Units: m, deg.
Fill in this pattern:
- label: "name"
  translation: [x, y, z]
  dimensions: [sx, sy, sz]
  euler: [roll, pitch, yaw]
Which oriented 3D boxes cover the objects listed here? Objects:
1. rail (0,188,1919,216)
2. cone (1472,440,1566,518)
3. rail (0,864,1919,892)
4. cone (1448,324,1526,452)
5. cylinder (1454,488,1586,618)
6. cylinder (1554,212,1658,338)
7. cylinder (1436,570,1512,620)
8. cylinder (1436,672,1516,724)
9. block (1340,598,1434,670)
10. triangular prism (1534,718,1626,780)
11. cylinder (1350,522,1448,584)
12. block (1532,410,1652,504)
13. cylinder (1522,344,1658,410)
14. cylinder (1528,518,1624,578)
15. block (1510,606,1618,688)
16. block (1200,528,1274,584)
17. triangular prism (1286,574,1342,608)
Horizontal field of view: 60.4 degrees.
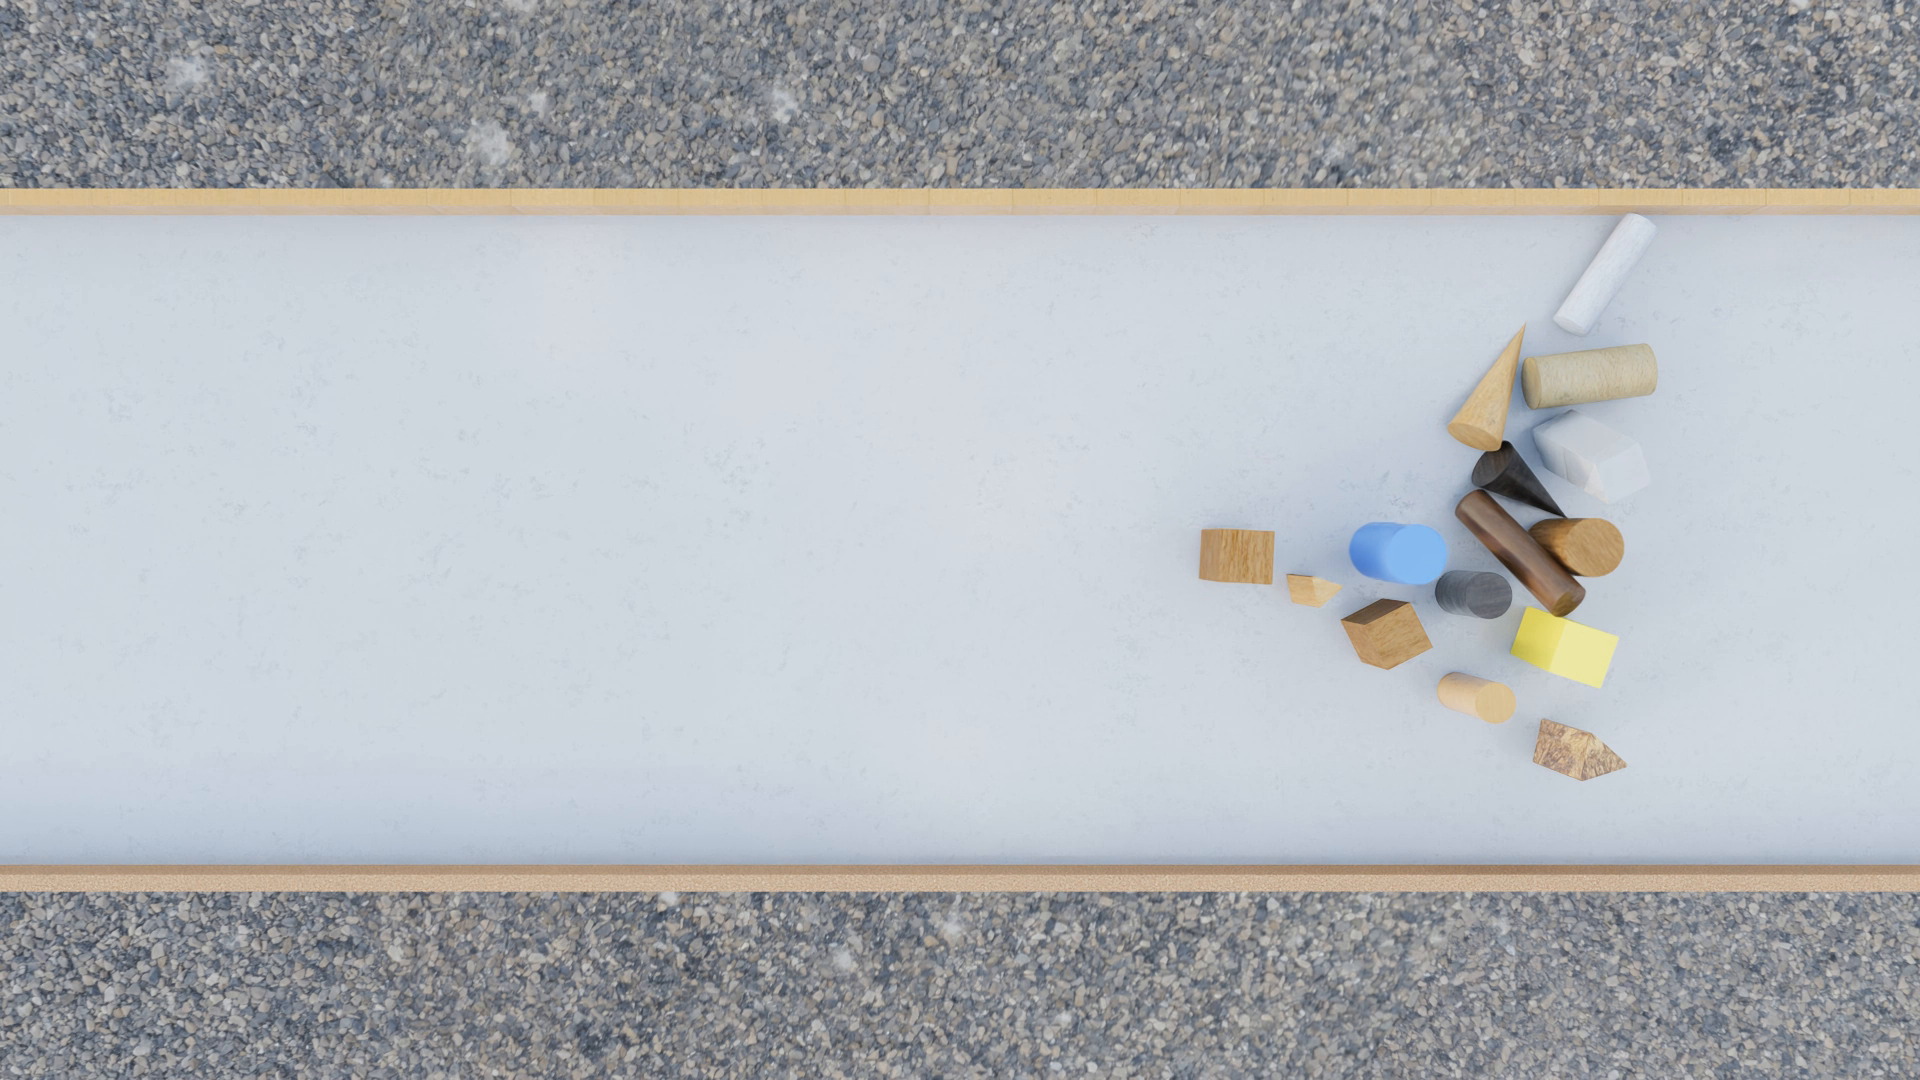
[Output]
- label: "rail"
  translation: [-2.247, -1.025, 5.002]
  dimensions: [12.000, 0.150, 0.050]
  euler: [0, 90, 0]
- label: "cone"
  translation: [1.741, -0.148, 5.036]
  dimensions: [0.321, 0.165, 0.165]
  euler: [33, 90, -15]
- label: "rail"
  translation: [-2.247, 1.025, 5.001]
  dimensions: [12.000, 0.150, 0.050]
  euler: [0, 90, 0]
- label: "cone"
  translation: [1.650, -0.493, 5.036]
  dimensions: [0.167, 0.167, 0.417]
  euler: [27, 79, 0]
- label: "cylinder"
  translation: [1.654, 0.035, 4.885]
  dimensions: [0.117, 0.117, 0.454]
  euler: [-34, 50, 0]
- label: "cylinder"
  translation: [1.966, -0.806, 5.020]
  dimensions: [0.114, 0.114, 0.380]
  euler: [35, 90, 0]
- label: "cylinder"
  translation: [1.530, 0.161, 4.924]
  dimensions: [0.137, 0.306, 0.137]
  euler: [0, 90, 0]
- label: "cylinder"
  translation: [1.526, 0.465, 4.888]
  dimensions: [0.118, 0.376, 0.118]
  euler: [0, 90, 0]
- label: "block"
  translation: [1.268, 0.278, 4.920]
  dimensions: [0.146, 0.314, 0.146]
  euler: [-27, 90, 0]
- label: "triangular prism"
  translation: [1.812, 0.606, 4.881]
  dimensions: [0.139, 0.390, 0.120]
  euler: [-18, 90, 0]
- label: "cylinder"
  translation: [1.288, 0.036, 4.869]
  dimensions: [0.172, 0.409, 0.172]
  euler: [0, 92, -2]
- label: "block"
  translation: [1.863, -0.250, 4.877]
  dimensions: [0.139, 0.374, 0.139]
  euler: [-27, 112, 0]
- label: "cylinder"
  translation: [1.904, -0.495, 4.996]
  dimensions: [0.353, 0.161, 0.161]
  euler: [-7, 90, 0]
- label: "cylinder"
  translation: [1.820, 0.020, 4.903]
  dimensions: [0.171, 0.347, 0.171]
  euler: [0, 90, 0]
- label: "block"
  translation: [1.787, 0.313, 4.892]
  dimensions: [0.156, 0.357, 0.156]
  euler: [18, 95, 0]
- label: "block"
  translation: [0.816, 0.047, 4.883]
  dimensions: [0.153, 0.387, 0.153]
  euler: [3, 90, 0]
- label: "triangular prism"
  translation: [1.032, 0.134, 4.890]
  dimensions: [0.091, 0.373, 0.079]
  euler: [-42, 90, 0]
